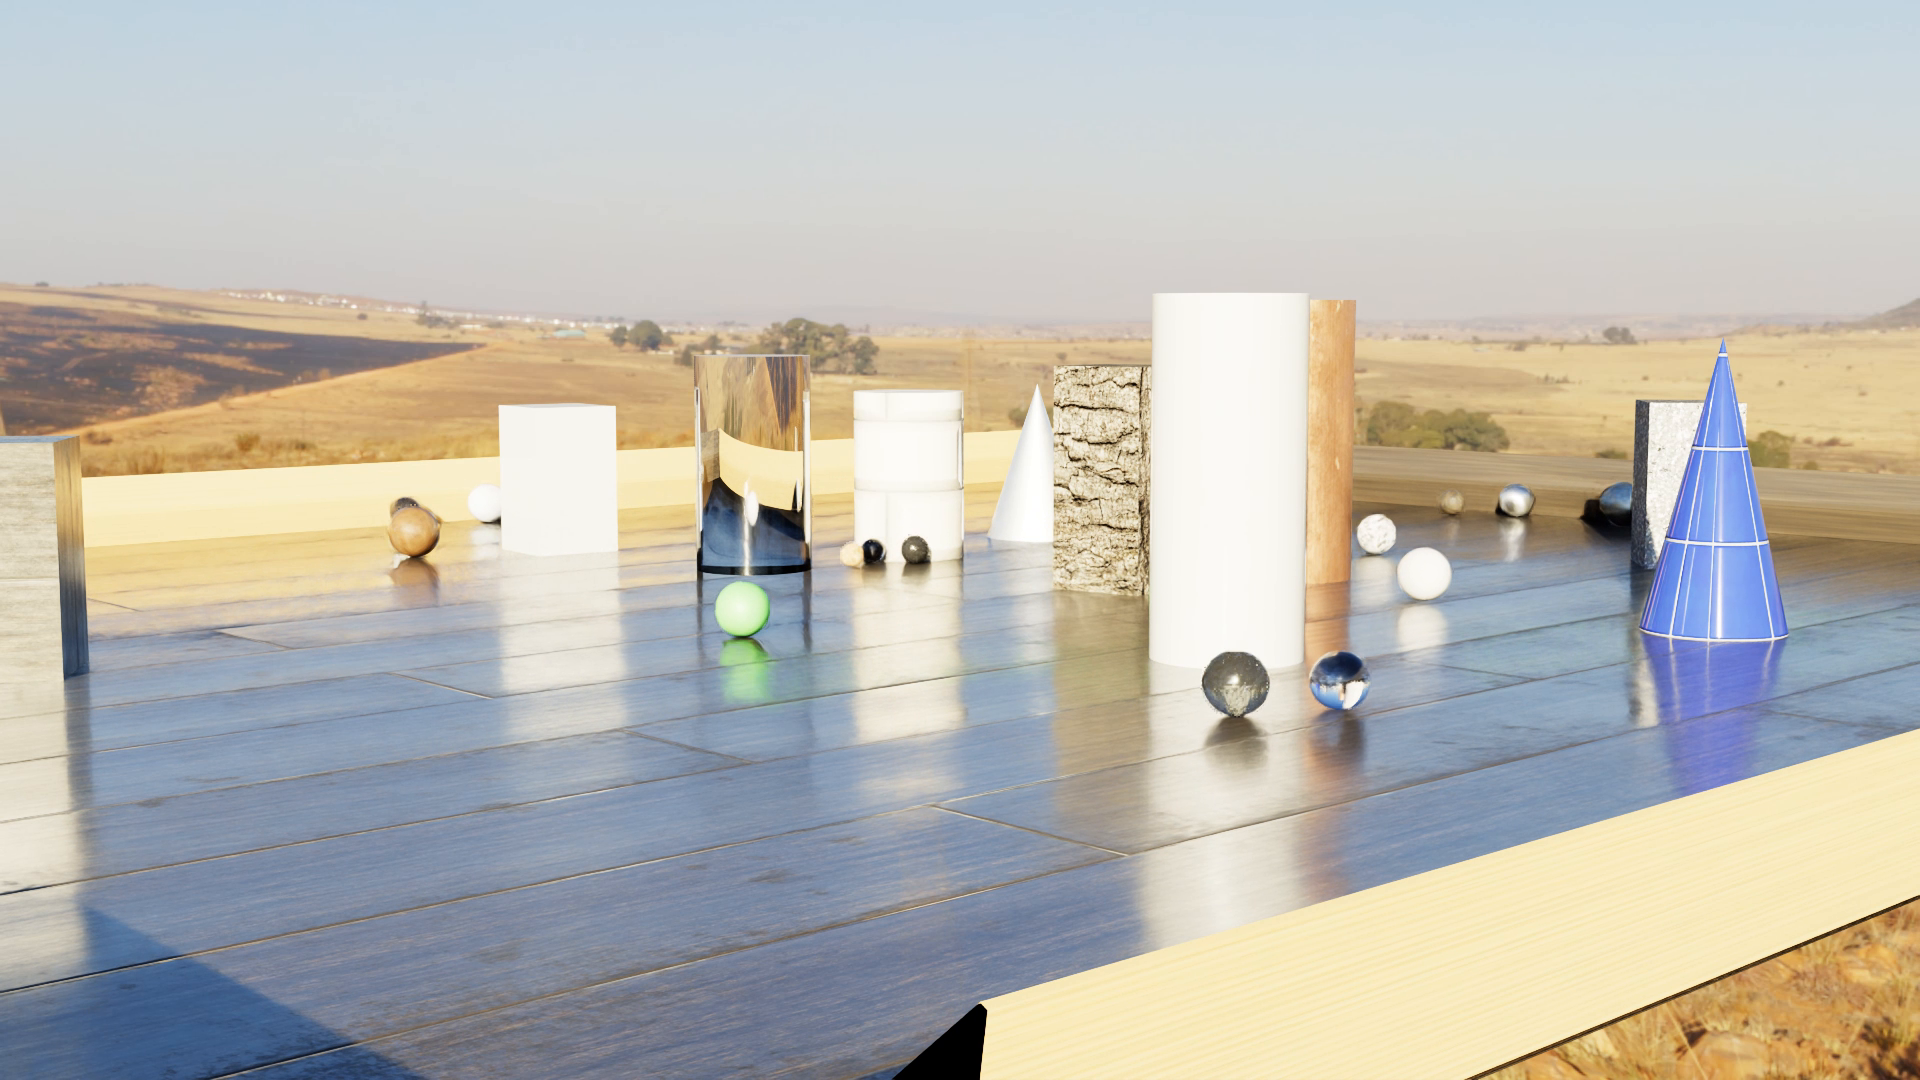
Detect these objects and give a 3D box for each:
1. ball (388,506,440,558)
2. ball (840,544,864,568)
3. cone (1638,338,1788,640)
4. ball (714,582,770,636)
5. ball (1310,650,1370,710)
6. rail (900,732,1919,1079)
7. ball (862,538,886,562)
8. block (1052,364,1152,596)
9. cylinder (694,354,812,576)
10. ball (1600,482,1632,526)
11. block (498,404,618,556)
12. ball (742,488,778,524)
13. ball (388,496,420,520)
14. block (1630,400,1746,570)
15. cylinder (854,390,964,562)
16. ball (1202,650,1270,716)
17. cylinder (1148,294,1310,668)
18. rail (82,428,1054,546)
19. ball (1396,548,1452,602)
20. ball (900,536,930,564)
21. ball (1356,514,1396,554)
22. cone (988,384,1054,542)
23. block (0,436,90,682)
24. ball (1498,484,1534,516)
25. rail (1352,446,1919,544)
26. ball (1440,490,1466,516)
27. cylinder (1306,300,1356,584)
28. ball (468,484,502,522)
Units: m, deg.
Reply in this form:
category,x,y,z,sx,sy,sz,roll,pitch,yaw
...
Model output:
category,x,y,z,sx,sy,sz,roll,pitch,yaw
ball,-0.990,-0.015,3.990,0.092,0.092,0.092,0,6,0
ball,-0.187,0.027,3.837,0.041,0.041,0.041,0,6,0
cone,1.054,-0.077,3.057,0.200,0.409,0.200,0,6,0
ball,-0.298,0.095,3.015,0.076,0.076,0.076,0,6,0
ball,0.425,0.157,2.461,0.067,0.067,0.067,0,6,0
rail,1.155,0.163,2.087,3.888,0.130,0.045,-5,8,-42
ball,-0.154,0.018,3.910,0.043,0.043,0.043,0,6,0
block,0.261,-0.102,3.543,0.160,0.358,0.160,4,7,36
cylinder,-0.357,-0.134,3.797,0.200,0.369,0.200,0,6,0
ball,1.377,-0.075,4.568,0.093,0.093,0.093,0,6,0
block,-0.749,-0.116,4.102,0.160,0.270,0.160,-4,7,-36
ball,-0.421,-0.072,4.615,0.076,0.076,0.076,0,6,0
ball,-1.143,-0.058,4.533,0.066,0.066,0.066,0,6,0
block,1.277,-0.100,3.863,0.160,0.288,0.160,1,6,8
cylinder,-0.093,-0.120,4.001,0.200,0.300,0.200,0,6,0
ball,0.304,0.157,2.424,0.074,0.074,0.074,0,6,0
cylinder,0.344,-0.081,2.815,0.200,0.466,0.200,0,6,0
rail,-1.155,-0.096,4.577,3.888,0.130,0.045,-5,8,-42
ball,0.715,0.053,3.387,0.082,0.082,0.082,0,6,0
ball,-0.080,0.017,3.890,0.050,0.050,0.050,0,6,0
ball,0.766,-0.010,4.042,0.072,0.072,0.072,0,6,0
cone,0.153,-0.158,4.350,0.200,0.302,0.200,0,6,0
block,-1.178,0.020,2.708,0.160,0.288,0.160,-1,6,-11
ball,1.208,-0.087,4.777,0.073,0.073,0.073,0,6,0
rail,1.411,-0.101,4.627,0.045,0.130,3.454,-5,8,-42
ball,1.077,-0.082,4.812,0.056,0.056,0.056,0,6,0
cylinder,0.557,-0.169,3.677,0.200,0.463,0.200,0,6,0
ball,-0.997,-0.078,4.644,0.083,0.083,0.083,0,6,0
